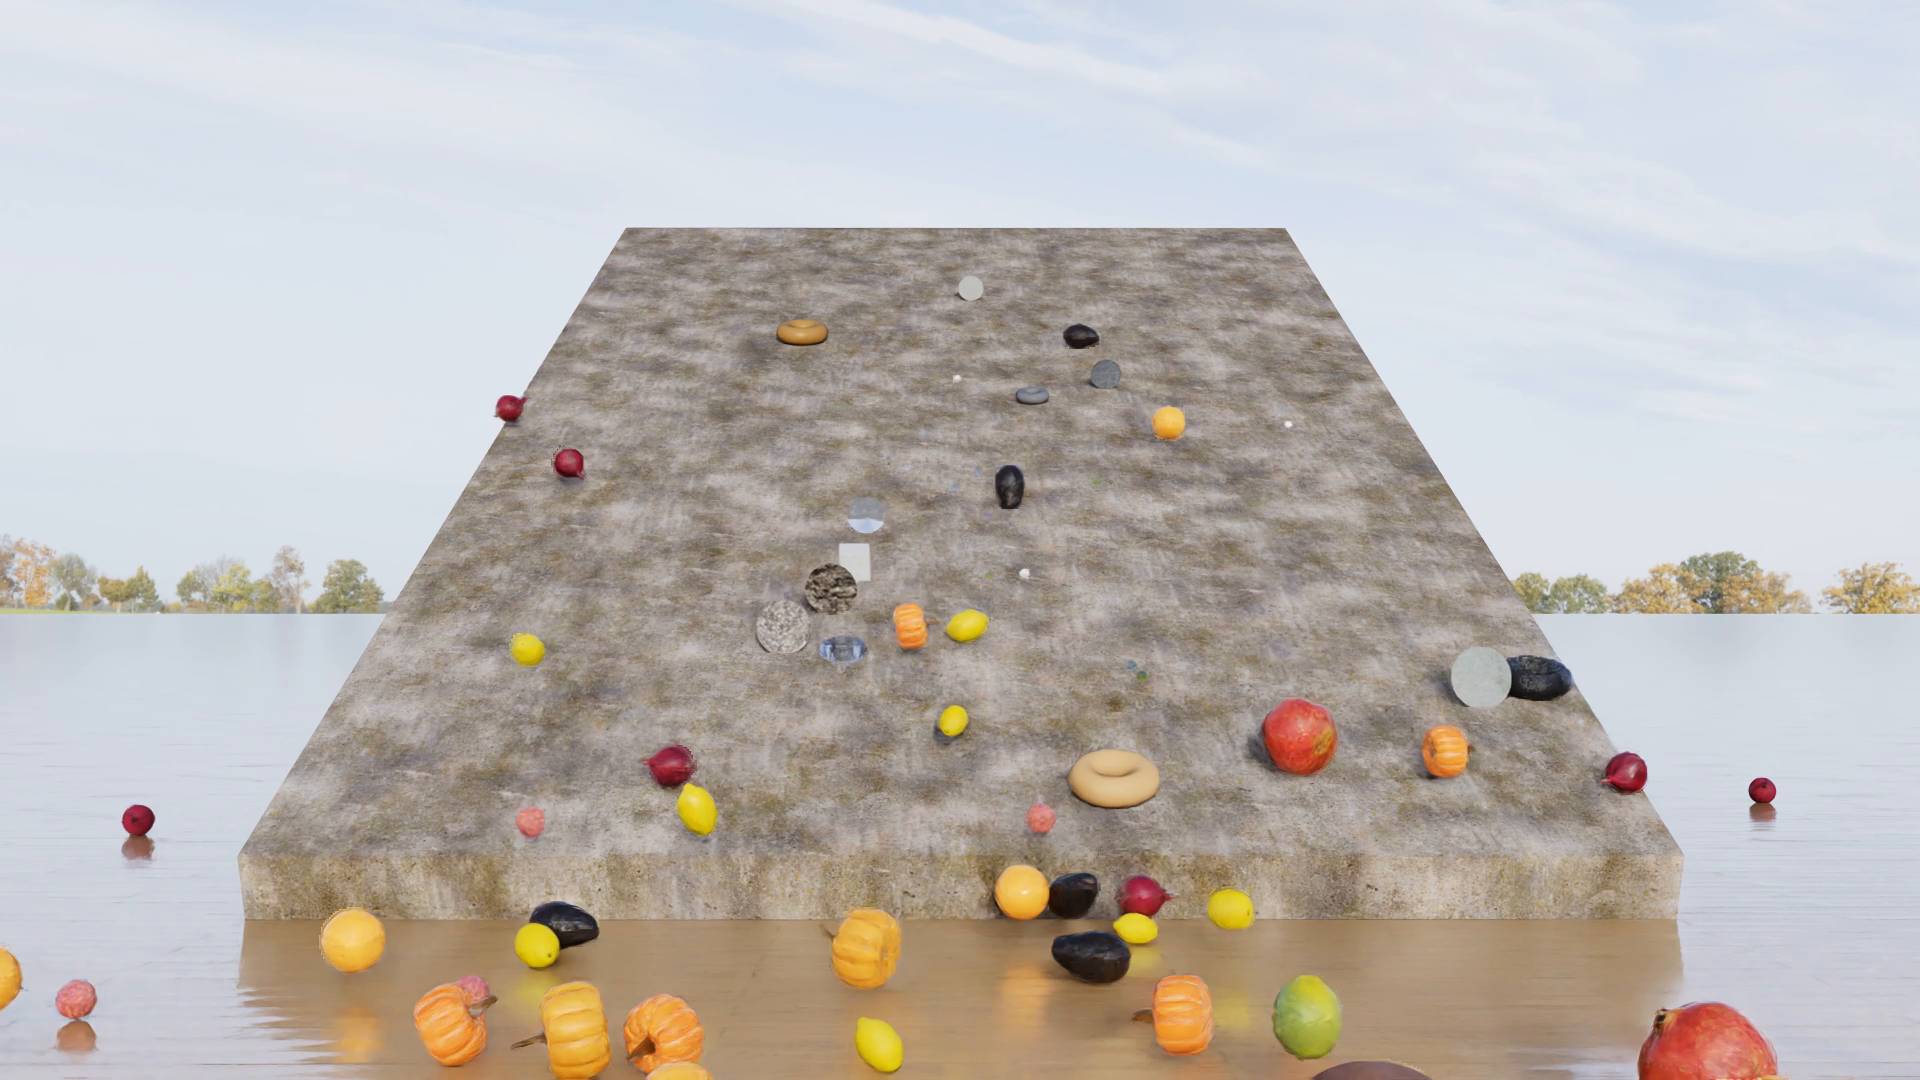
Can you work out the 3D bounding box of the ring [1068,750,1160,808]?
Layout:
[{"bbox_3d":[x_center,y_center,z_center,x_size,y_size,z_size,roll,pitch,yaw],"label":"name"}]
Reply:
[{"bbox_3d":[0.226,0.348,3.315,0.134,0.045,0.134,-1,21,0],"label":"ring"}]

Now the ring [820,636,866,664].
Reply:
[{"bbox_3d":[-0.195,0.183,3.786,0.080,0.027,0.080,1,20,0],"label":"ring"}]

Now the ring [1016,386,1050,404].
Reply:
[{"bbox_3d":[0.165,-0.329,5.176,0.077,0.026,0.077,0,22,0],"label":"ring"}]

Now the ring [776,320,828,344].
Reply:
[{"bbox_3d":[-0.393,-0.518,5.661,0.130,0.043,0.130,1,19,0],"label":"ring"}]

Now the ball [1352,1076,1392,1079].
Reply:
[{"bbox_3d":[0.313,0.447,1.721,0.081,0.081,0.081,0,-2,0],"label":"ball"}]

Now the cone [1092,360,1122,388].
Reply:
[{"bbox_3d":[0.342,-0.380,5.306,0.071,0.071,0.071,0,-9,4],"label":"cone"}]

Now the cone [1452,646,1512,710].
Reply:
[{"bbox_3d":[0.821,0.224,3.652,0.100,0.100,0.100,0,-7,-7],"label":"cone"}]

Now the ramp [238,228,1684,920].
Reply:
[{"bbox_3d":[-0.005,-0.209,5.031,2.000,0.100,4.000,0,20,0],"label":"ramp"}]

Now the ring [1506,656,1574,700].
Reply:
[{"bbox_3d":[0.926,0.222,3.665,0.123,0.041,0.123,1,19,0],"label":"ring"}]

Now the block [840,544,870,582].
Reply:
[{"bbox_3d":[-0.191,0.042,4.126,0.055,0.055,0.055,-1,20,-4],"label":"block"}]

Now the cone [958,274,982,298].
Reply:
[{"bbox_3d":[0.028,-0.667,6.084,0.067,0.067,0.067,0,-18,4],"label":"cone"}]

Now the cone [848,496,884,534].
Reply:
[{"bbox_3d":[-0.178,-0.044,4.390,0.072,0.072,0.072,0,-6,3],"label":"cone"}]
